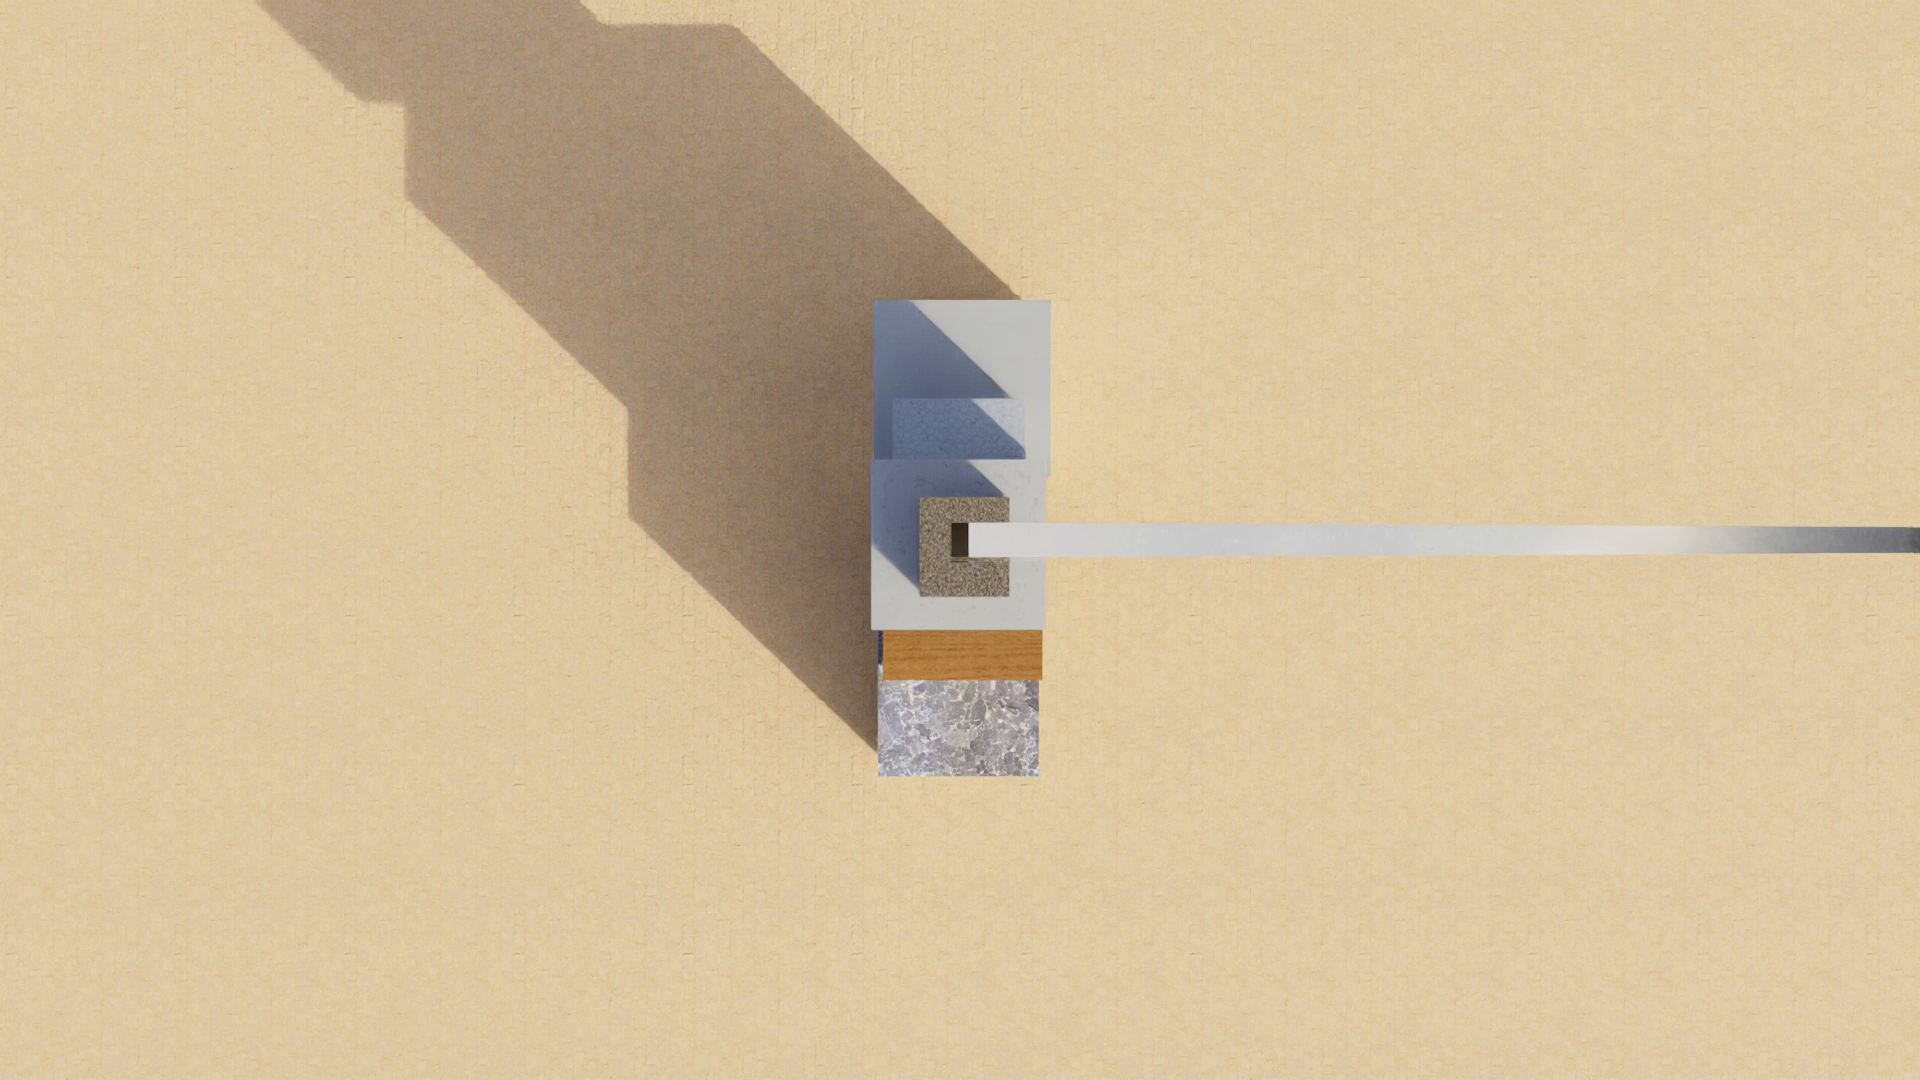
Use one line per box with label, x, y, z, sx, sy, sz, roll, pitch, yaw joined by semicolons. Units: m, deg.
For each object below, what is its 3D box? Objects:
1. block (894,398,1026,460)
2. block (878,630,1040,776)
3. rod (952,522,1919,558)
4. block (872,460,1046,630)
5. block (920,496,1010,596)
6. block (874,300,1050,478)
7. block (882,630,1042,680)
block;-0.003;-0.397;11.533;0.670;0.763;0.647;0;91;0
block;-0.008;0.859;12.552;0.887;0.896;0.884;0;90;0
rod;2.234;0.000;6.396;5.200;0.080;0.080;0;90;-31
block;-0.007;0.015;10.714;0.816;0.883;0.796;0;91;0
block;0.020;0.026;10.026;0.400;0.494;0.446;0;91;0
block;0.013;-0.823;12.457;0.958;1.085;0.955;0;90;0
block;0.014;0.327;11.699;0.820;0.810;0.792;0;90;0
